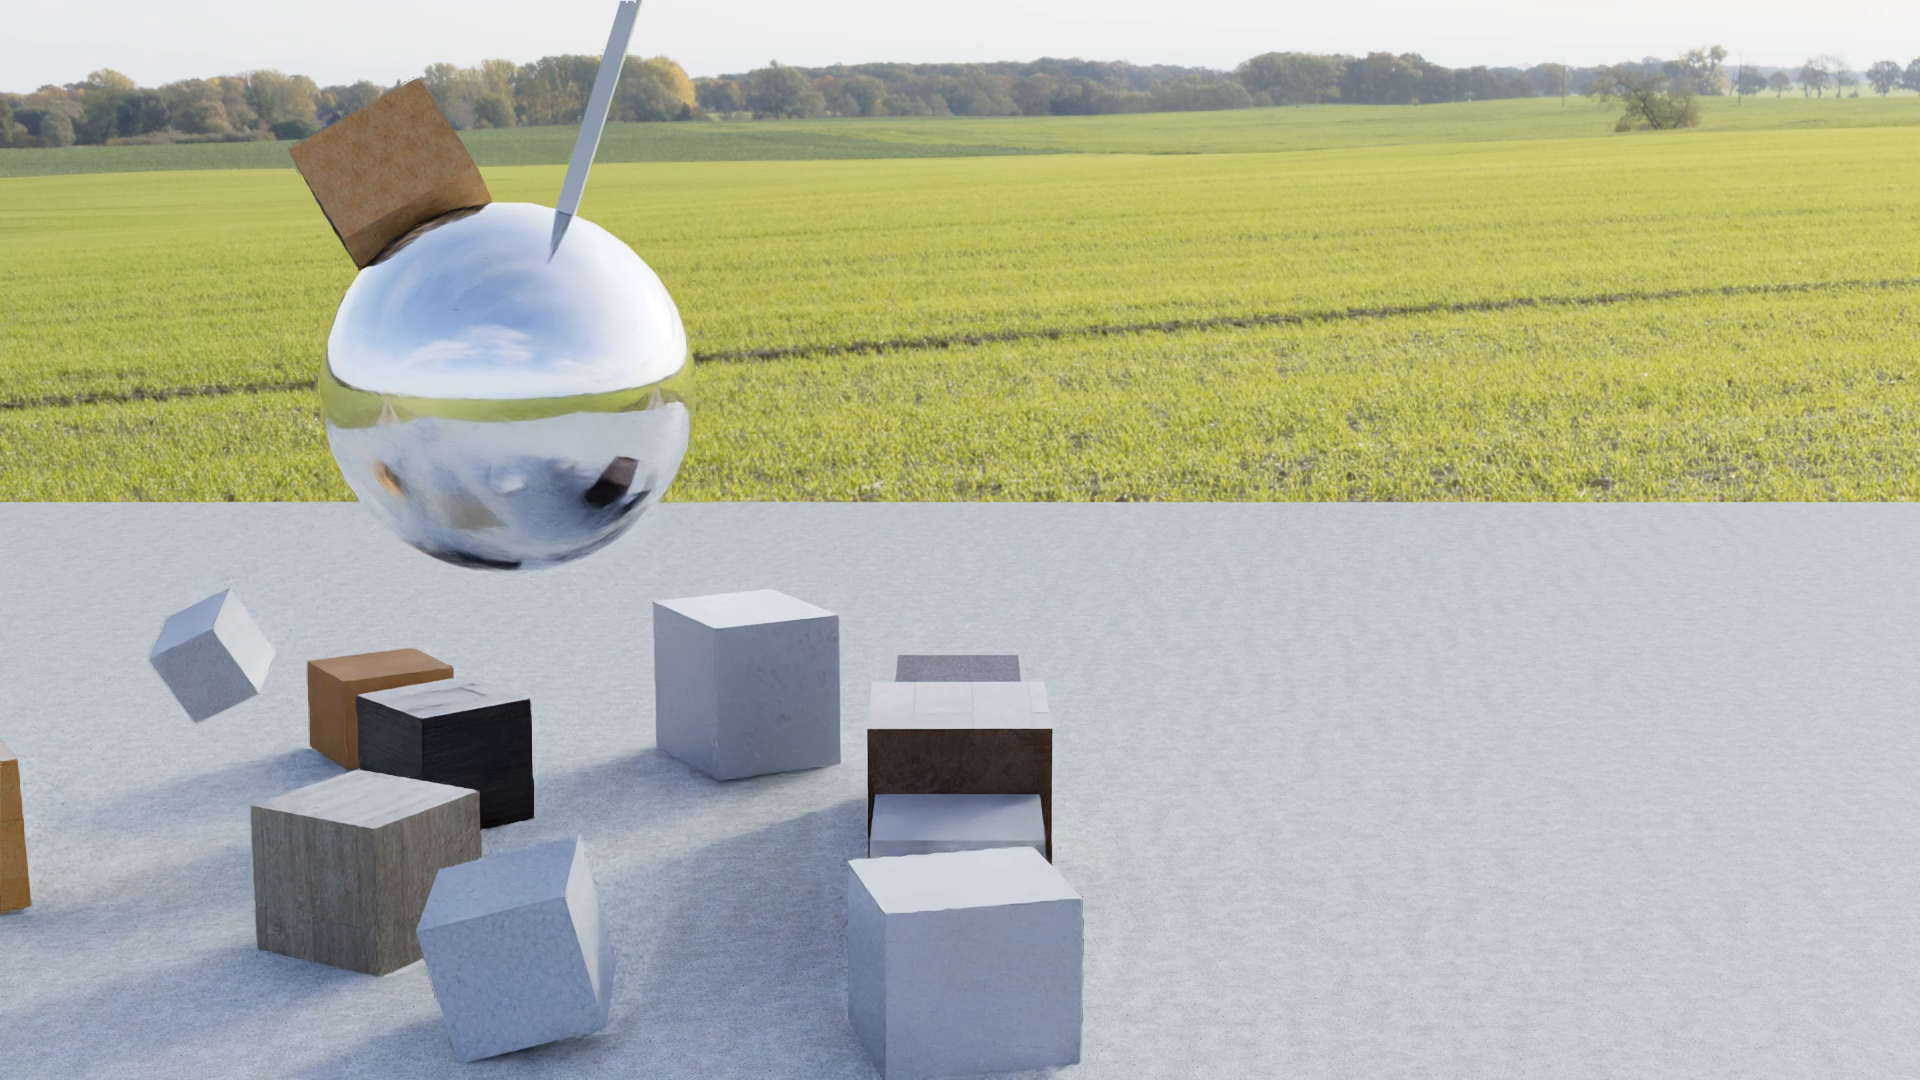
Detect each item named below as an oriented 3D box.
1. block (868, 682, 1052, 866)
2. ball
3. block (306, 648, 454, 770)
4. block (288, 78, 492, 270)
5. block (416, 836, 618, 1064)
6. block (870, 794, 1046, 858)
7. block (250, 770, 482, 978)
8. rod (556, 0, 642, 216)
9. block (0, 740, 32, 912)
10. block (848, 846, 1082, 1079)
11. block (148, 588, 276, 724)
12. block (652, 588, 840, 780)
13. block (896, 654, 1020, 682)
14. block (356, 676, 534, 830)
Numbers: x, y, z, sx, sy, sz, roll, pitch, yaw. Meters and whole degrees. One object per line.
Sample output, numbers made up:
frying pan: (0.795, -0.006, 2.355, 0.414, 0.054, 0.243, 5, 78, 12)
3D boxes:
block: (-0.004, 1.118, 11.061, 0.764, 0.842, 0.827, 0, 10, -1)
ball: (-1.937, -0.651, 11.062, 1.600, 1.600, 1.600, 0, 10, 0)
block: (-3.028, 0.877, 13.435, 0.590, 0.467, 0.560, -7, 12, -32)
block: (-2.483, -1.540, 11.358, 0.651, 0.549, 0.567, -31, -23, -9)
block: (-1.613, 1.493, 9.406, 0.543, 0.533, 0.563, -14, 16, 1)
block: (-0.010, 1.388, 10.351, 0.682, 0.565, 0.651, 0, 10, 0)
block: (-2.412, 1.345, 10.471, 0.658, 0.607, 0.626, 6, 12, 29)
rod: (-0.840, -3.817, 10.486, 0.080, 5.200, 0.080, 19, 10, -3)
block: (-4.376, 1.227, 10.958, 0.615, 0.651, 0.618, -8, 13, -30)
block: (0.007, 1.536, 9.371, 0.717, 0.623, 0.637, -3, 11, -14)
block: (-3.379, 0.521, 11.607, 0.334, 0.375, 0.394, -25, 25, 9)
block: (-1.111, 0.735, 13.318, 0.683, 0.779, 0.825, -6, 11, -28)
block: (-0.009, 0.952, 12.466, 0.595, 0.667, 0.607, 0, 10, 0)
block: (-2.455, 1.034, 12.241, 0.585, 0.587, 0.614, -9, 14, -40)
